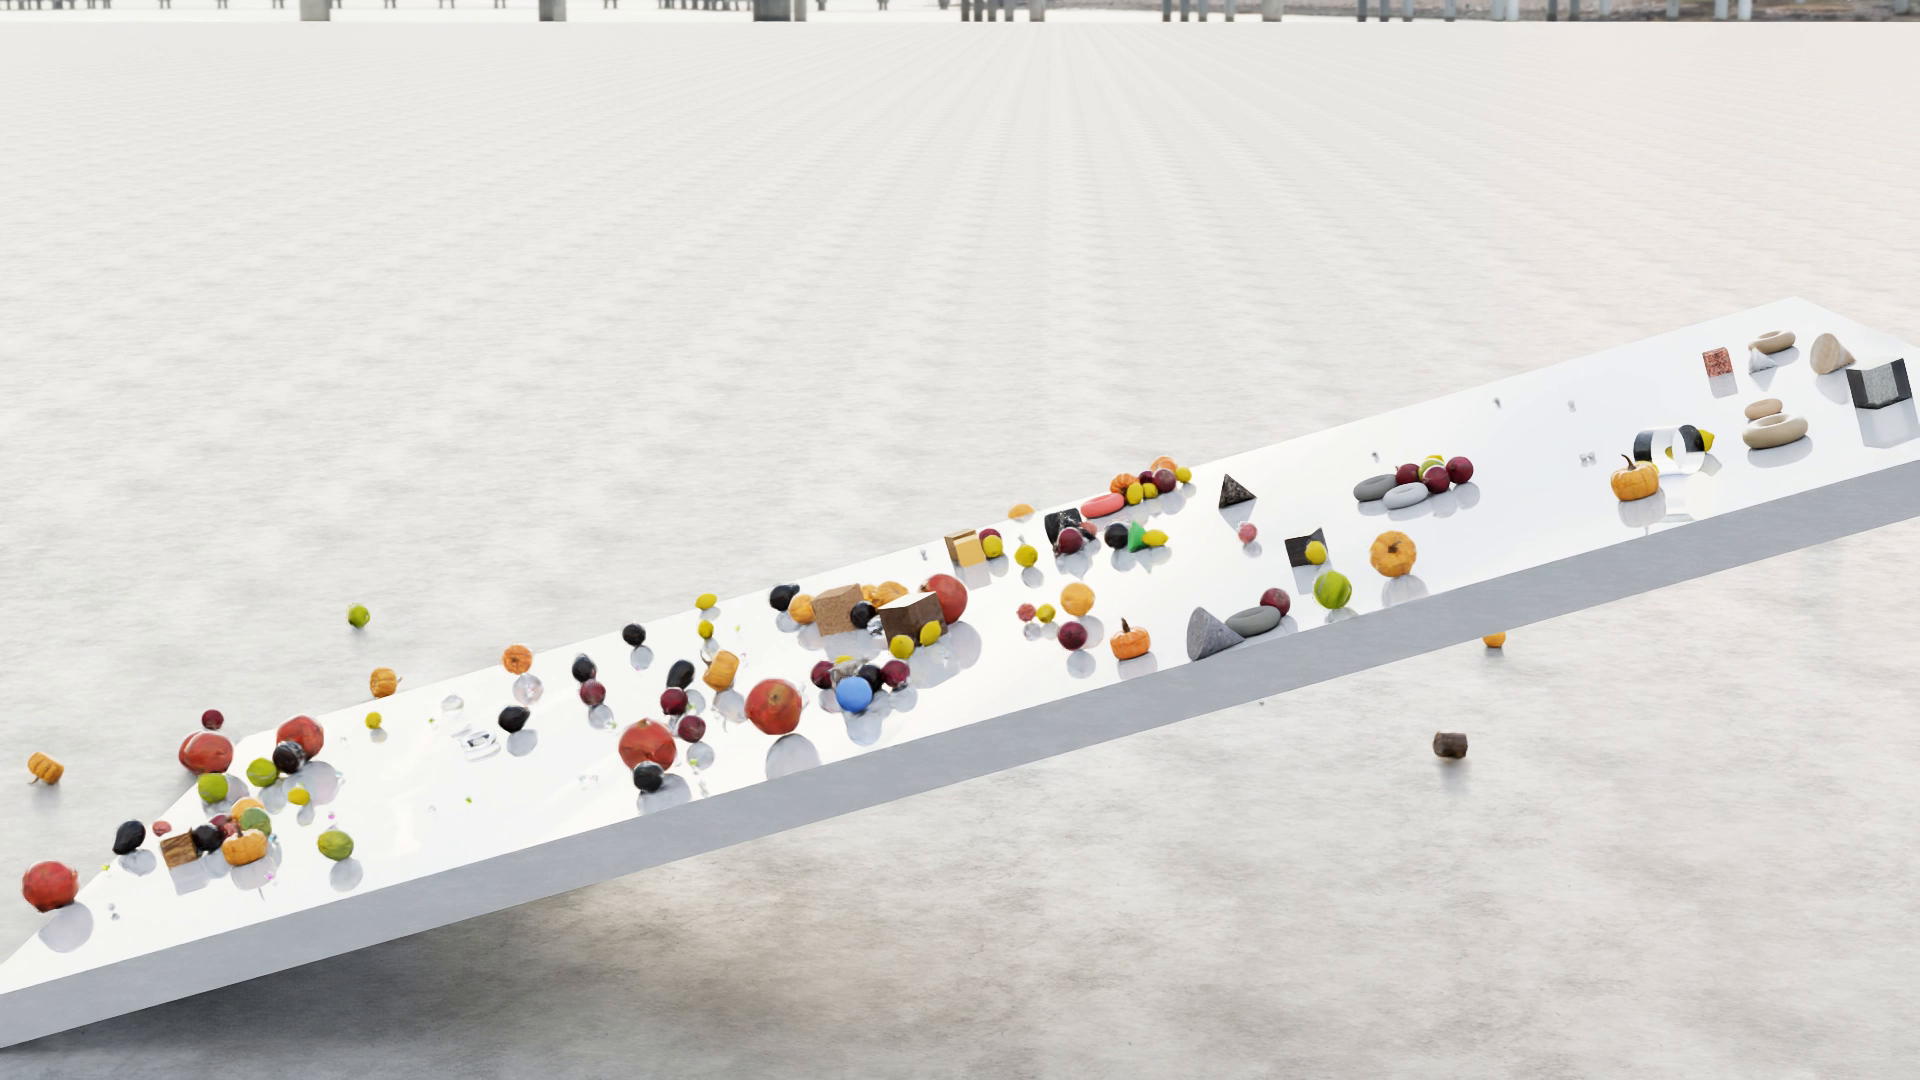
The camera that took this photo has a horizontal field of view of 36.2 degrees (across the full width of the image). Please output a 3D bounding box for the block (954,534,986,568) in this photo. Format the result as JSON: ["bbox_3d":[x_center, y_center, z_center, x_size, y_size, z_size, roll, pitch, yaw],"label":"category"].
[{"bbox_3d":[0.023,0.025,6.866,0.058,0.058,0.058,-17,10,0],"label":"block"}]

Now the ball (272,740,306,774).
[{"bbox_3d":[-1.547,0.501,6.778,0.078,0.078,0.078,0,11,0],"label":"ball"}]

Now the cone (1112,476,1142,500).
[{"bbox_3d":[0.408,-0.116,7.095,0.067,0.067,0.067,14,14,14],"label":"cone"}]

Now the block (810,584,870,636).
[{"bbox_3d":[-0.267,0.156,6.546,0.085,0.085,0.085,-12,11,27],"label":"block"}]

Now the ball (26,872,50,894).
[{"bbox_3d":[-2.004,0.747,6.398,0.050,0.050,0.050,0,11,0],"label":"ball"}]

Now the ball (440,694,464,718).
[{"bbox_3d":[-1.185,0.387,6.871,0.056,0.056,0.056,0,11,0],"label":"ball"}]

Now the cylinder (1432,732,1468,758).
[{"bbox_3d":[1.269,0.530,7.611,0.067,0.067,0.067,2,10,-16],"label":"cylinder"}]

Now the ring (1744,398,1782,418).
[{"bbox_3d":[1.616,-0.264,5.915,0.077,0.026,0.077,-18,10,3],"label":"ring"}]

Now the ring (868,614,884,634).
[{"bbox_3d":[-0.149,0.177,6.377,0.109,0.036,0.109,-16,8,2],"label":"ring"}]

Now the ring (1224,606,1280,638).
[{"bbox_3d":[0.536,0.150,5.388,0.106,0.035,0.106,-17,8,3],"label":"ring"}]

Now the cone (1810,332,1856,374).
[{"bbox_3d":[1.843,-0.383,6.155,0.089,0.089,0.089,10,5,-26],"label":"cone"}]

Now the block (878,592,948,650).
[{"bbox_3d":[-0.099,0.169,6.169,0.091,0.091,0.091,-6,14,46],"label":"block"}]

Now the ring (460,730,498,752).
[{"bbox_3d":[-1.055,0.439,6.450,0.083,0.028,0.083,-16,11,3],"label":"ring"}]

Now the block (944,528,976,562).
[{"bbox_3d":[0.008,0.012,6.960,0.061,0.061,0.061,-20,10,-19],"label":"block"}]

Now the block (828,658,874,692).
[{"bbox_3d":[-0.216,0.275,5.876,0.058,0.058,0.058,-10,12,34],"label":"block"}]

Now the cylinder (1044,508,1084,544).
[{"bbox_3d":[0.240,-0.031,6.772,0.073,0.073,0.073,-14,7,15],"label":"cylinder"}]

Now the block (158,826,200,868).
[{"bbox_3d":[-1.638,0.645,6.176,0.062,0.062,0.062,-17,10,-4],"label":"block"}]

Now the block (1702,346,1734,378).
[{"bbox_3d":[1.666,-0.391,6.468,0.050,0.050,0.050,-15,10,8],"label":"block"}]

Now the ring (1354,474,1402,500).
[{"bbox_3d":[0.887,-0.111,6.254,0.106,0.035,0.106,-18,10,3],"label":"ring"}]

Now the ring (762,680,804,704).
[{"bbox_3d":[-0.360,0.310,6.000,0.092,0.031,0.092,-17,11,3],"label":"ring"}]

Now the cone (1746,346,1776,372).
[{"bbox_3d":[1.742,-0.382,6.361,0.059,0.059,0.059,16,10,-4],"label":"cone"}]

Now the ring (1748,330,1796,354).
[{"bbox_3d":[1.807,-0.440,6.547,0.107,0.036,0.107,-18,9,3],"label":"ring"}]

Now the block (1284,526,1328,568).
[{"bbox_3d":[0.686,0.014,5.823,0.059,0.059,0.059,-10,12,32],"label":"block"}]

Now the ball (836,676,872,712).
[{"bbox_3d":[-0.205,0.298,5.689,0.071,0.071,0.071,0,11,0],"label":"ball"}]

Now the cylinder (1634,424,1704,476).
[{"bbox_3d":[1.356,-0.171,5.627,0.095,0.095,0.095,-8,3,-37],"label":"cylinder"}]

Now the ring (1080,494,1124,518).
[{"bbox_3d":[0.339,-0.082,7.000,0.110,0.037,0.110,-17,8,2],"label":"ring"}]

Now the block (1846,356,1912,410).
[{"bbox_3d":[1.782,-0.305,5.704,0.080,0.080,0.080,-19,10,-13],"label":"block"}]

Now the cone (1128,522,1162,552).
[{"bbox_3d":[0.410,-0.001,6.448,0.070,0.070,0.070,9,10,-7],"label":"cone"}]

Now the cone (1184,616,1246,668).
[{"bbox_3d":[0.473,0.175,5.322,0.099,0.099,0.099,-12,15,-20],"label":"cone"}]

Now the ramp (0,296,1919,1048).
[{"bbox_3d":[0.090,0.187,6.320,4.000,0.100,2.000,-16,10,5],"label":"ramp"}]

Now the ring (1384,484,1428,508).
[{"bbox_3d":[0.923,-0.092,6.093,0.094,0.031,0.094,-18,13,4],"label":"ring"}]

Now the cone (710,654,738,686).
[{"bbox_3d":[-0.522,0.276,6.366,0.063,0.063,0.063,-16,10,3],"label":"cone"}]

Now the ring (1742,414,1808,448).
[{"bbox_3d":[1.566,-0.210,5.652,0.126,0.042,0.126,-16,11,3],"label":"ring"}]
